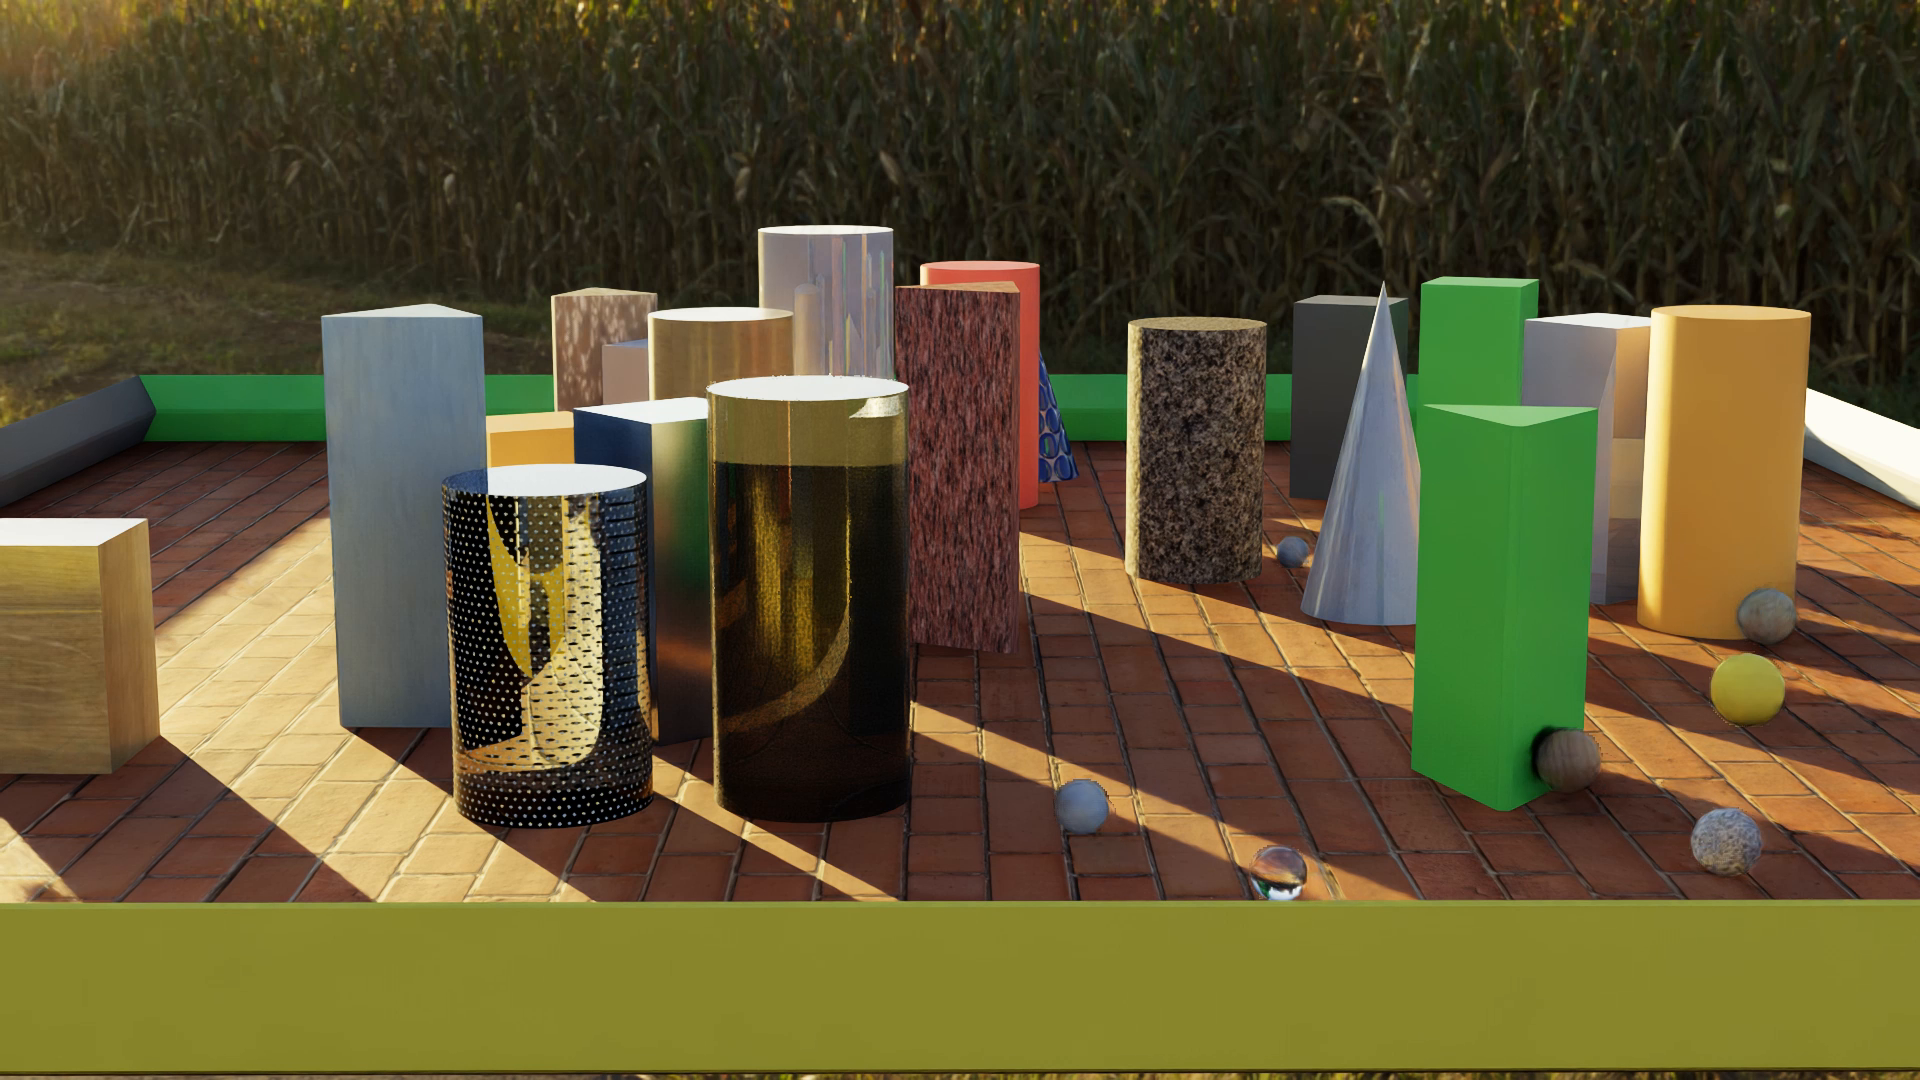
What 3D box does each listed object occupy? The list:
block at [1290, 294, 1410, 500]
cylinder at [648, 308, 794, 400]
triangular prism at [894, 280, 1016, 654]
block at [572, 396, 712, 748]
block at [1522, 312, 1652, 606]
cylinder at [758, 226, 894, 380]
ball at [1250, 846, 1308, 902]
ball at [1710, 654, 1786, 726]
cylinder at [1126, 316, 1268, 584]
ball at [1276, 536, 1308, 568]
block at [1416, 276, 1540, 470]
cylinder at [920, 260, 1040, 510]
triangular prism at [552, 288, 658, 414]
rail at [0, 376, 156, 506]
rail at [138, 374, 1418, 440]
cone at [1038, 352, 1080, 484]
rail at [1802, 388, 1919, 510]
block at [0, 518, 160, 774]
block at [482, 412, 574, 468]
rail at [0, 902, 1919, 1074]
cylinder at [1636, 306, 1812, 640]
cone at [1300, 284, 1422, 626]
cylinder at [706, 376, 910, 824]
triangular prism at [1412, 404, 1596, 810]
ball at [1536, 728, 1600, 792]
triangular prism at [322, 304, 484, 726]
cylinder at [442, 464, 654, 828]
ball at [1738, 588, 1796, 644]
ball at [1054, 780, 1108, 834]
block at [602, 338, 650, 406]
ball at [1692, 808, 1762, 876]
[{"bbox_3d":[0.666,-0.244,4.390,0.159,0.333,0.159,4,11,23],"label":"block"},{"bbox_3d":[-0.326,-0.116,3.541,0.198,0.392,0.198,0,10,0],"label":"cylinder"},{"bbox_3d":[0.029,-0.099,3.282,0.172,0.452,0.149,6,12,28],"label":"triangular prism"},{"bbox_3d":[-0.316,0.030,2.854,0.159,0.353,0.159,-9,14,-39],"label":"block"},{"bbox_3d":[0.895,-0.117,3.580,0.159,0.379,0.159,-8,13,-37],"label":"block"},{"bbox_3d":[-0.197,-0.215,3.810,0.198,0.488,0.198,0,10,0],"label":"cylinder"},{"bbox_3d":[0.281,0.294,2.260,0.050,0.050,0.050,0,10,0],"label":"ball"},{"bbox_3d":[0.879,0.167,2.863,0.081,0.081,0.081,0,10,0],"label":"ball"},{"bbox_3d":[0.341,-0.133,3.713,0.198,0.362,0.198,0,10,0],"label":"cylinder"},{"bbox_3d":[0.487,0.018,3.761,0.048,0.048,0.048,0,10,0],"label":"ball"},{"bbox_3d":[0.842,-0.230,4.183,0.159,0.382,0.159,4,11,22],"label":"block"},{"bbox_3d":[0.033,-0.260,4.297,0.198,0.399,0.198,0,10,0],"label":"cylinder"},{"bbox_3d":[-0.605,-0.243,4.331,0.172,0.353,0.149,-3,11,-15],"label":"triangular prism"},{"bbox_3d":[-1.573,0.035,3.440,0.045,0.129,3.221,0,10,0],"label":"rail"},{"bbox_3d":[-0.009,-0.256,5.009,3.194,0.129,0.045,0,10,0],"label":"rail"},{"bbox_3d":[0.116,-0.272,4.598,0.198,0.313,0.198,0,10,0],"label":"cone"},{"bbox_3d":[1.573,0.032,3.458,0.045,0.129,3.221,0,10,0],"label":"rail"},{"bbox_3d":[-0.962,0.110,2.729,0.159,0.242,0.159,0,10,1],"label":"block"},{"bbox_3d":[-0.579,-0.035,3.478,0.159,0.254,0.159,-5,12,-27],"label":"block"},{"bbox_3d":[0.009,0.322,1.888,3.194,0.129,0.045,0,10,0],"label":"rail"},{"bbox_3d":[0.997,-0.092,3.356,0.198,0.412,0.198,0,10,0],"label":"cylinder"},{"bbox_3d":[0.561,-0.125,3.436,0.198,0.446,0.198,0,10,0],"label":"cone"},{"bbox_3d":[-0.149,0.054,2.558,0.198,0.414,0.198,0,10,0],"label":"cylinder"},{"bbox_3d":[0.533,0.059,2.615,0.149,0.384,0.172,8,13,38],"label":"triangular prism"},{"bbox_3d":[0.606,0.220,2.557,0.064,0.064,0.064,0,10,0],"label":"ball"},{"bbox_3d":[-0.606,-0.031,2.895,0.172,0.458,0.149,0,10,1],"label":"triangular prism"},{"bbox_3d":[-0.407,0.101,2.547,0.198,0.326,0.198,0,10,0],"label":"cylinder"},{"bbox_3d":[1.021,0.097,3.247,0.072,0.072,0.072,0,10,0],"label":"ball"},{"bbox_3d":[0.117,0.257,2.459,0.052,0.052,0.052,0,10,0],"label":"ball"},{"bbox_3d":[-0.454,-0.167,4.086,0.159,0.293,0.159,6,12,30],"label":"block"},{"bbox_3d":[0.697,0.275,2.333,0.062,0.062,0.062,0,10,0],"label":"ball"}]
